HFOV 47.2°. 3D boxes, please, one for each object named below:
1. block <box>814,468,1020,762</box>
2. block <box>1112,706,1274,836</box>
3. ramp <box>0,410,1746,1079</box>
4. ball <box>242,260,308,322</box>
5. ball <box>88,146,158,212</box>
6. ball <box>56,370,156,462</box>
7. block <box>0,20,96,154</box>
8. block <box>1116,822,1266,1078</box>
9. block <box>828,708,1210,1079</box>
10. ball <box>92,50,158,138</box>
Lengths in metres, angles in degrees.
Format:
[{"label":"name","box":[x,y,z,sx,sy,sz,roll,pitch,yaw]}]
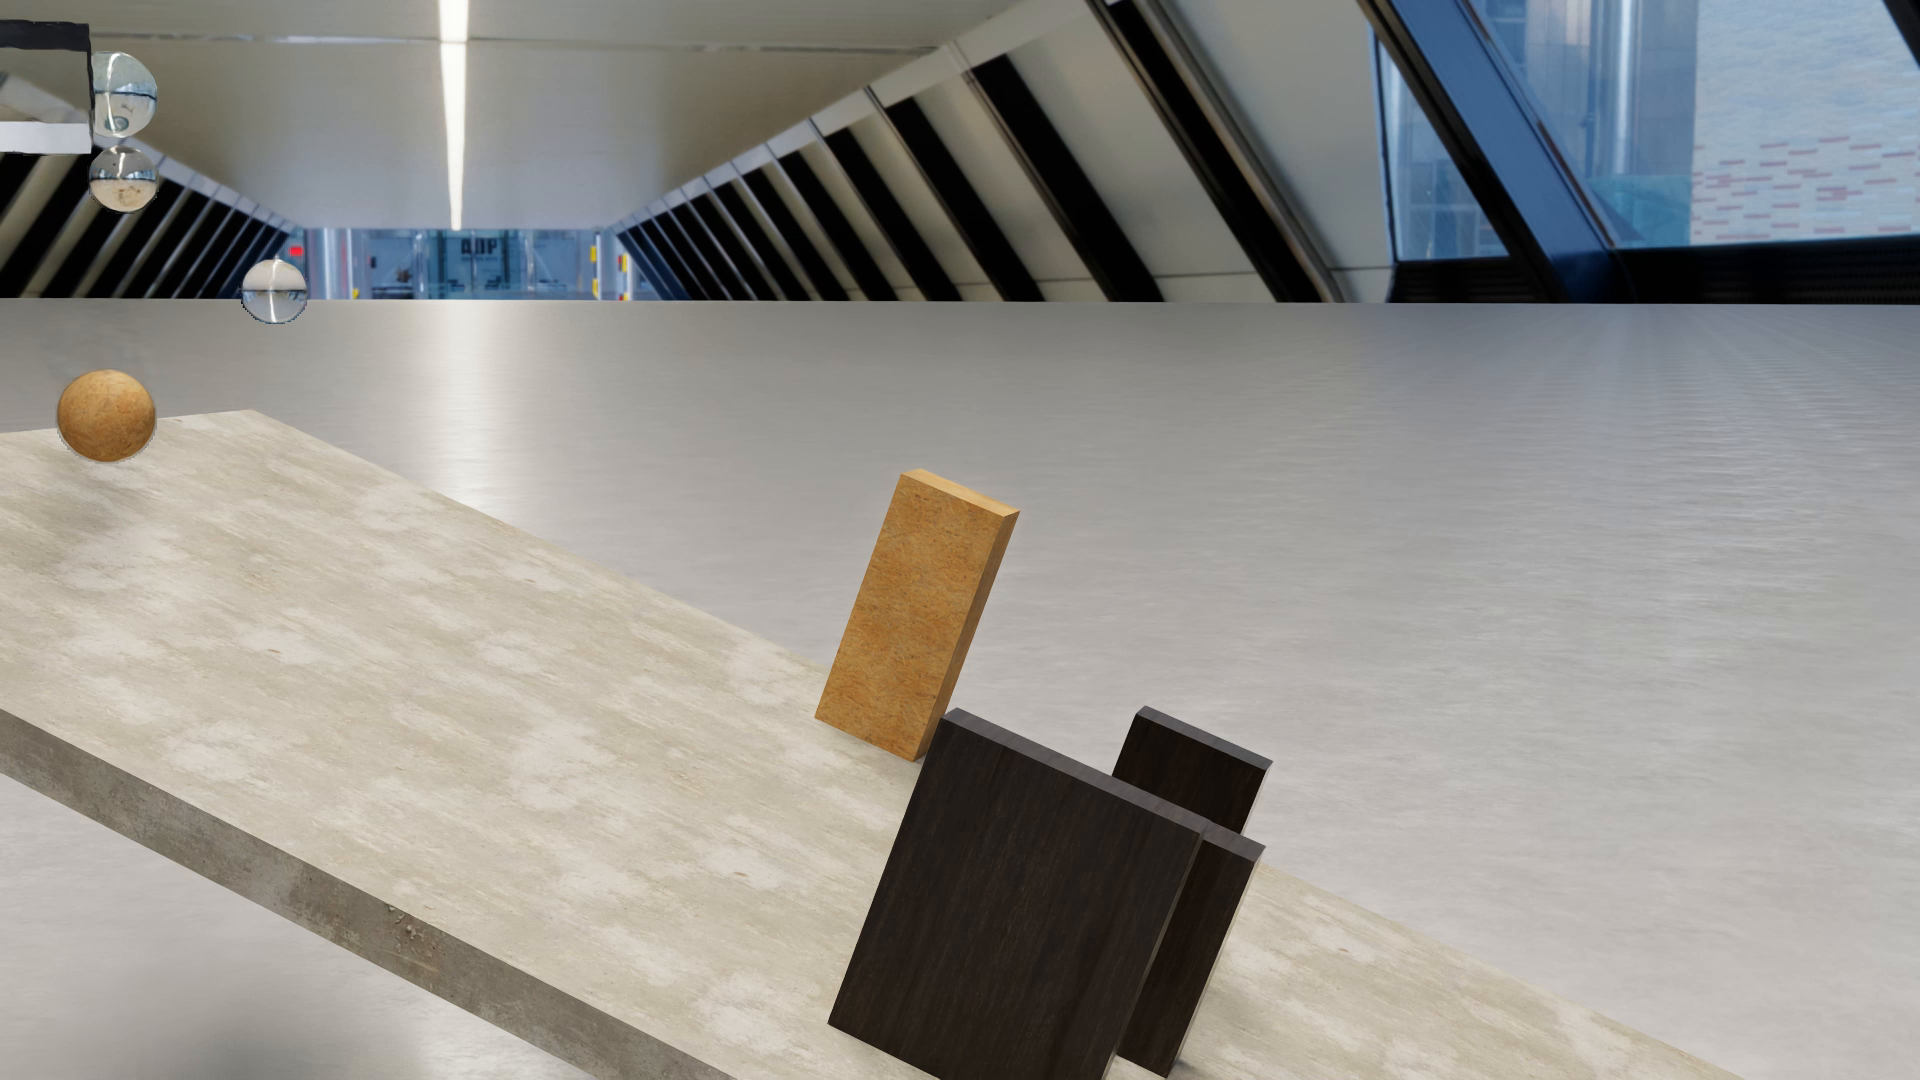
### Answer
[{"label":"block","box":[-0.095,0.163,4.805,0.244,0.581,0.132,23,13,13]},{"label":"block","box":[0.381,0.570,4.134,0.262,0.442,0.085,23,13,13]},{"label":"ramp","box":[-0.326,0.590,4.206,4.000,0.100,2.000,23,13,13]},{"label":"ball","box":[-1.503,-0.547,4.822,0.137,0.137,0.137,0,7,0]},{"label":"ball","box":[-1.851,-0.799,4.865,0.144,0.144,0.144,0,7,0]},{"label":"ball","box":[-1.682,-0.245,4.332,0.182,0.182,0.182,0,7,0]},{"label":"block","box":[-1.729,-0.849,4.128,0.179,0.179,0.179,-3,-17,-25]},{"label":"block","box":[0.267,0.639,3.735,0.366,0.409,0.110,23,13,13]},{"label":"block","box":[0.084,0.589,3.373,0.427,0.533,0.083,23,13,13]},{"label":"ball","box":[-1.886,-0.991,4.893,0.191,0.191,0.191,0,7,0]}]
